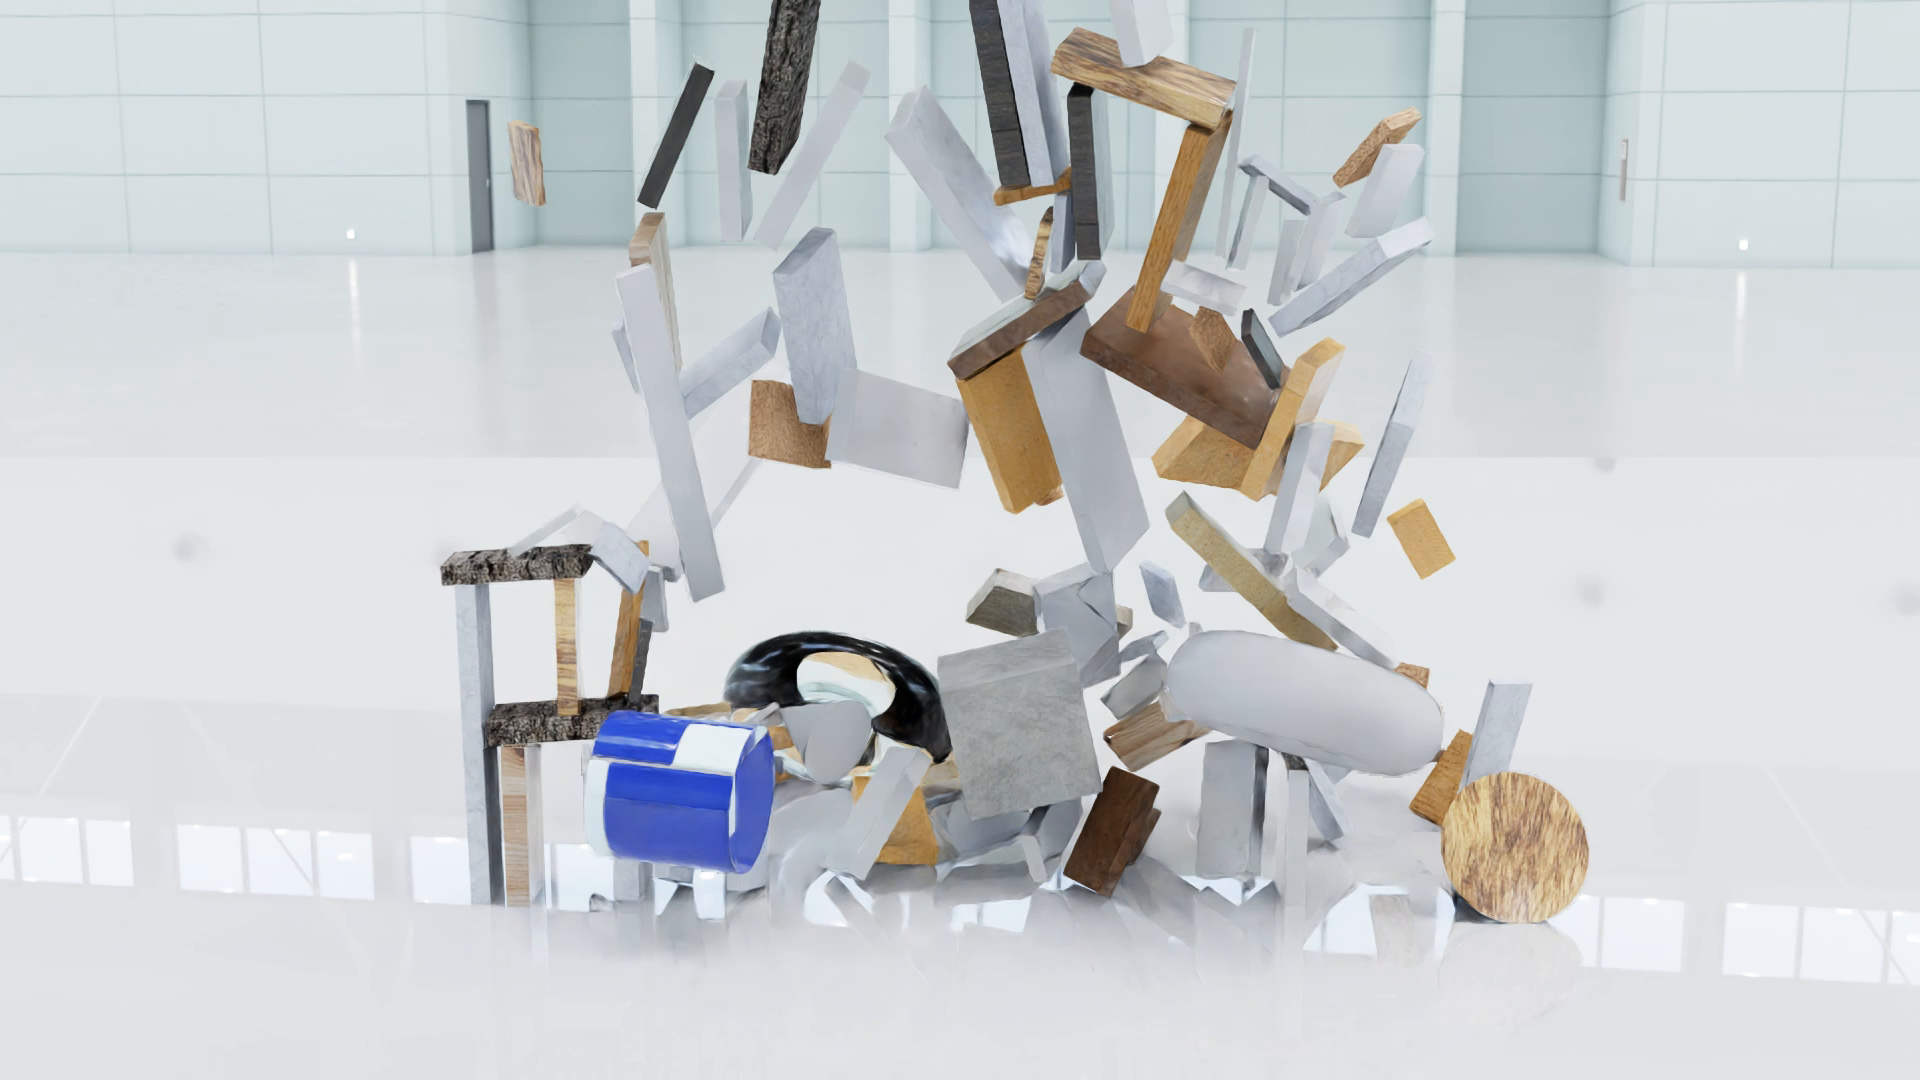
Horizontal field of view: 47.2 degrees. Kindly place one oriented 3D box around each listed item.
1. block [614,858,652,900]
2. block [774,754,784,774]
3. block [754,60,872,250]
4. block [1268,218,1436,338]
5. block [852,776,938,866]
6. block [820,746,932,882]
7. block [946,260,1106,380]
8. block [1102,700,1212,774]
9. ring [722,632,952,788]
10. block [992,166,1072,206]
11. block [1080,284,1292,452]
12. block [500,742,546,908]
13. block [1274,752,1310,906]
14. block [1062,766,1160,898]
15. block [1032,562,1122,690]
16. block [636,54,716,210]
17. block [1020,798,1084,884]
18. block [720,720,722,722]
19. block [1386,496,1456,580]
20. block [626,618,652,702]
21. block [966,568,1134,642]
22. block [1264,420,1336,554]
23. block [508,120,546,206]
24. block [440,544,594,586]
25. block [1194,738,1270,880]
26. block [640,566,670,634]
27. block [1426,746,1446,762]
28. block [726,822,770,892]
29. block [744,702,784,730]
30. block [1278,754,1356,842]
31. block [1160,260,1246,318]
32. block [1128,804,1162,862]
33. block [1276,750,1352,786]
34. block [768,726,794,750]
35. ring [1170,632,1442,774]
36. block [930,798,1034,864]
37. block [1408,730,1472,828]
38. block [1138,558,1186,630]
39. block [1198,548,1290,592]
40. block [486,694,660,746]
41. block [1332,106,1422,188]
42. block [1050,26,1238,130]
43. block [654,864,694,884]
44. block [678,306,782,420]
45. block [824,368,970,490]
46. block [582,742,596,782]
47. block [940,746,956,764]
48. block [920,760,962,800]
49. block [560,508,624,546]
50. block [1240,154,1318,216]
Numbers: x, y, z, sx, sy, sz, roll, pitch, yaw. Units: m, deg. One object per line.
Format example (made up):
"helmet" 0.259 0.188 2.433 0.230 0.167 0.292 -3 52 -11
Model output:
"block" -0.545 0.448 3.658 0.038 0.271 0.135 0 5 1
"block" -0.402 0.371 3.702 0.190 0.027 0.095 1 -10 16
"block" -0.236 -0.619 3.533 0.042 0.295 0.148 28 25 -9
"block" 0.603 -0.403 3.390 0.129 0.036 0.257 -26 -7 -39
"block" -0.117 0.496 3.895 0.118 0.034 0.237 5 23 -13
"block" -0.142 0.463 3.735 0.034 0.237 0.118 36 -17 -19
"block" 0.110 -0.370 3.635 0.274 0.039 0.137 -30 16 26
"block" 0.376 0.348 4.077 0.199 0.099 0.028 -31 31 15
"ring" -0.226 0.323 4.118 0.448 0.149 0.448 8 -33 5
"block" 0.127 -0.567 3.515 0.139 0.020 0.069 -10 23 20
"block" 0.384 -0.287 3.618 0.335 0.047 0.167 31 48 15
"block" -0.724 0.456 3.647 0.038 0.271 0.135 0 11 0
"block" 0.550 0.476 3.644 0.033 0.232 0.116 0 11 0
"block" 0.253 0.488 3.690 0.029 0.203 0.102 29 -8 -36
"block" 0.215 0.163 4.001 0.139 0.278 0.039 -20 45 -12
"block" -0.448 -0.643 3.464 0.033 0.234 0.117 22 14 -14
"block" 0.158 0.485 3.759 0.028 0.099 0.199 -4 28 25
"block" -0.378 0.361 3.632 0.127 0.063 0.018 43 -9 29
"block" 0.828 -0.002 3.949 0.073 0.146 0.021 -31 31 7
"block" -0.528 0.197 3.626 0.019 0.133 0.067 9 -2 -11
"block" 0.166 0.140 4.090 0.278 0.039 0.139 17 -37 -16
"block" 0.552 -0.087 3.574 0.030 0.210 0.105 20 15 27
"block" -0.673 -0.585 3.416 0.017 0.122 0.061 -24 36 -38
"block" -0.718 0.040 3.575 0.227 0.032 0.113 -4 11 -1
"block" 0.459 0.452 3.711 0.033 0.232 0.116 24 -26 -38
"block" -0.538 0.102 3.795 0.059 0.118 0.017 5 25 17
"block" 0.825 0.381 4.171 0.088 0.025 0.176 5 11 -39
"block" -0.351 0.485 3.668 0.027 0.190 0.095 1 -2 21
"block" -0.352 0.324 3.789 0.105 0.053 0.015 -35 60 -9
"block" 0.633 0.447 3.907 0.025 0.176 0.088 -27 -7 -18
"block" 0.378 -0.391 3.413 0.121 0.017 0.061 22 47 7
"block" 0.297 0.492 3.914 0.029 0.102 0.203 27 5 -14
"block" 0.630 0.365 4.043 0.203 0.102 0.029 41 35 -1
"block" -0.306 0.337 3.751 0.053 0.015 0.105 -43 -22 25
"ring" 0.534 0.253 3.409 0.434 0.145 0.434 16 -7 2
"block" 0.056 0.494 3.871 0.199 0.028 0.099 -14 60 -30
"block" 0.907 0.440 4.022 0.088 0.176 0.025 27 -15 41
"block" 0.371 0.099 4.020 0.020 0.138 0.069 -41 48 -20
"block" 0.521 0.055 4.036 0.164 0.082 0.023 2 30 -31
"block" -0.635 0.296 3.627 0.271 0.038 0.135 -3 9 -5
"block" 0.632 -0.595 3.337 0.075 0.021 0.149 -27 -14 -33
"block" 0.284 -0.711 3.380 0.268 0.038 0.134 21 31 7
"block" -0.471 0.477 3.690 0.027 0.190 0.095 -1 -15 19
"block" -0.408 -0.281 3.686 0.251 0.036 0.126 -34 26 23
"block" -0.102 -0.190 3.834 0.044 0.157 0.314 8 -3 39
"block" -0.571 0.380 3.890 0.226 0.067 0.019 -12 -14 27
"block" 0.008 0.417 4.433 0.278 0.039 0.139 12 18 36
"block" -0.028 0.450 4.150 0.237 0.034 0.118 -10 -20 -41
"block" -0.672 -0.005 4.090 0.133 0.019 0.067 27 64 25
"block" 0.502 -0.553 3.431 0.134 0.019 0.067 33 -1 -10
